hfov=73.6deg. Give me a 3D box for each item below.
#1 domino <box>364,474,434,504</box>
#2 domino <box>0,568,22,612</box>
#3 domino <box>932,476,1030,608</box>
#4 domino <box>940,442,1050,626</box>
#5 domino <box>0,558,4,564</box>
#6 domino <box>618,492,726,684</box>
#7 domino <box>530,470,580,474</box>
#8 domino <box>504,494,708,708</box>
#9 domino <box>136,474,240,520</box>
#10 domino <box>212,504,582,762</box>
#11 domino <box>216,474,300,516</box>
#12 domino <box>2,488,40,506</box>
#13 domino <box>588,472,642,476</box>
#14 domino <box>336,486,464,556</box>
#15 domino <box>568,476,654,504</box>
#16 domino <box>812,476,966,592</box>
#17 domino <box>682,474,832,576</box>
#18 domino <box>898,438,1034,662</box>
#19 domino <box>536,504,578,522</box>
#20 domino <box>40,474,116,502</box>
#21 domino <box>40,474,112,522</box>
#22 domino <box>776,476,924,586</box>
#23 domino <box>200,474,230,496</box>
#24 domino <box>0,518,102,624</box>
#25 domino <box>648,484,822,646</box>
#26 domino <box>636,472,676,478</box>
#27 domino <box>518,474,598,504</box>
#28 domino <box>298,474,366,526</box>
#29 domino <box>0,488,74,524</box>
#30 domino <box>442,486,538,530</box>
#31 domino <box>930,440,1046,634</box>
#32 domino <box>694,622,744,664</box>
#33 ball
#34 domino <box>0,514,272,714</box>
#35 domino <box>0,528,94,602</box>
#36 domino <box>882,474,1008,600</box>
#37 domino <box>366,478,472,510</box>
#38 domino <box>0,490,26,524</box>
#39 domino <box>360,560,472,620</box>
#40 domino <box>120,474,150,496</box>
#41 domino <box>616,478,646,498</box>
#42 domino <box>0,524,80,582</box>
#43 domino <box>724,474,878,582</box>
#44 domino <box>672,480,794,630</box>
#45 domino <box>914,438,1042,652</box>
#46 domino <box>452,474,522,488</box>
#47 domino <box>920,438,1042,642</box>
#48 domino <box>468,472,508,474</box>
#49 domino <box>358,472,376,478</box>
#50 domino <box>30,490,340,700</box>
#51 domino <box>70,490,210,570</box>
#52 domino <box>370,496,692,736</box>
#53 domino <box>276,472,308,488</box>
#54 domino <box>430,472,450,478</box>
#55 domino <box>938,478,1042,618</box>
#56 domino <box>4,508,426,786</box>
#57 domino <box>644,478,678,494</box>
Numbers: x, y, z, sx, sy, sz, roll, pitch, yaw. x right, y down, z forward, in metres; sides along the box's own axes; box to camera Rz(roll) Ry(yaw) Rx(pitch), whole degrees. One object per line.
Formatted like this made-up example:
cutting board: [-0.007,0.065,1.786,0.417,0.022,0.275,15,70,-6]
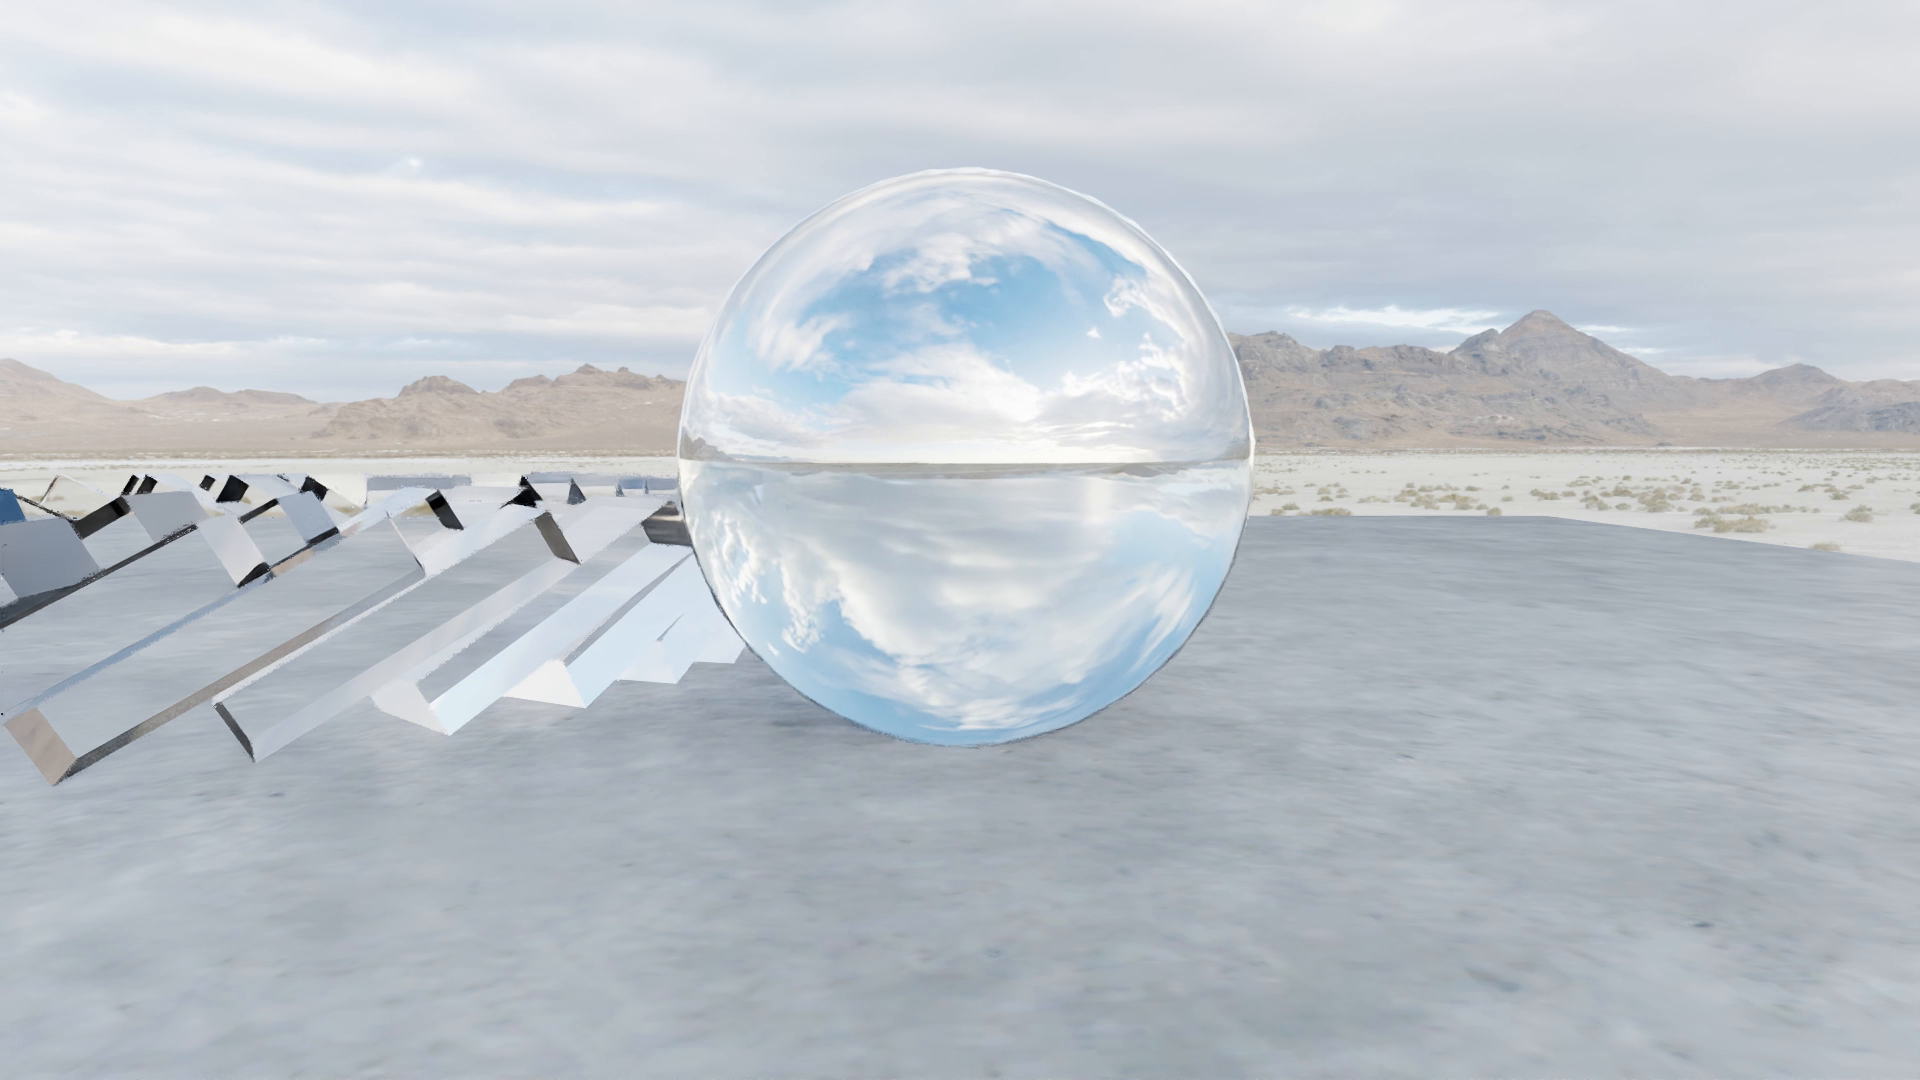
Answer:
domino: [-0.151,-0.003,0.389,0.050,0.009,0.025,31,11,10]
domino: [-0.256,0.003,0.305,0.025,0.010,0.050,1,-25,11]
domino: [0.005,0.000,0.351,0.025,0.009,0.050,0,34,-1]
domino: [0.009,-0.002,0.313,0.025,0.050,0.010,0,-39,4]
domino: [-0.308,-0.001,0.367,0.025,0.009,0.050,3,-23,36]
domino: [-0.055,0.008,0.249,0.025,0.010,0.050,2,34,21]
domino: [-0.128,-0.008,0.456,0.050,0.009,0.025,32,14,16]
domino: [-0.061,0.009,0.229,0.025,0.009,0.050,3,34,31]
domino: [-0.213,-0.003,0.378,0.050,0.009,0.025,31,-5,-17]
domino: [-0.084,0.012,0.190,0.050,0.009,0.025,-35,21,-25]
domino: [-0.193,-0.003,0.387,0.050,0.009,0.025,30,2,-4]
domino: [-0.284,-0.004,0.402,0.025,0.009,0.050,5,-22,46]
domino: [-0.107,-0.007,0.451,0.050,0.010,0.025,34,19,24]
domino: [-0.123,0.007,0.246,0.050,0.010,0.025,-39,25,-29]
domino: [-0.091,-0.001,0.366,0.025,0.009,0.050,-3,35,-37]
domino: [-0.022,-0.003,0.389,0.025,0.010,0.050,-3,34,-35]
domino: [-0.069,-0.006,0.431,0.025,0.009,0.050,-5,35,-48]
domino: [0.002,0.001,0.262,0.025,0.050,0.009,0,-37,4]
domino: [-0.110,0.007,0.292,0.025,0.009,0.050,2,27,21]
domino: [-0.270,-0.005,0.419,0.050,0.010,0.025,31,-13,-29]
domino: [-0.230,-0.002,0.362,0.050,0.010,0.025,34,-16,-33]
domino: [-0.035,-0.004,0.405,0.025,0.009,0.050,-3,34,-37]
domino: [-0.233,-0.007,0.441,0.050,0.010,0.025,29,-4,-16]
domino: [-0.138,0.014,0.159,0.050,0.010,0.025,-30,10,-9]
domino: [-0.050,0.004,0.291,0.025,0.009,0.050,1,34,8]
domino: [-0.088,-0.007,0.442,0.050,0.009,0.025,35,22,27]
domino: [-0.108,-0.003,0.379,0.025,0.010,0.050,-4,36,-47]
domino: [-0.172,-0.003,0.390,0.050,0.009,0.025,30,7,4]
domino: [-0.244,-0.001,0.347,0.025,0.009,0.050,3,-26,48]
domino: [-0.114,0.006,0.269,0.025,0.009,0.050,3,35,34]
domino: [0.007,-0.002,0.300,0.025,0.050,0.009,0,-37,4]
domino: [-0.051,0.006,0.270,0.025,0.009,0.050,1,34,16]
ball: [0.001,-0.011,0.182,0.080,0.080,0.080,0,4,0]
domino: [-0.119,0.014,0.167,0.050,0.009,0.025,-31,14,-15]
domino: [-0.255,0.000,0.329,0.025,0.009,0.050,1,-28,37]
domino: [-0.005,-0.002,0.372,0.025,0.009,0.050,-1,34,-16]
domino: [-0.133,0.002,0.317,0.025,0.009,0.050,-2,35,-23]
domino: [-0.183,0.009,0.214,0.050,0.009,0.025,-33,-8,21]
domino: [-0.143,0.013,0.338,0.025,0.010,0.050,-2,5,-23]
domino: [-0.252,-0.006,0.432,0.050,0.009,0.025,29,-8,-21]
domino: [-0.076,0.000,0.350,0.025,0.009,0.050,-2,34,-27]
domino: [-0.297,-0.002,0.386,0.025,0.009,0.050,4,-23,42]
domino: [-0.052,-0.005,0.418,0.025,0.009,0.050,-4,34,-45]
domino: [-0.054,0.002,0.313,0.025,0.009,0.050,0,34,-5]
domino: [0.005,0.000,0.274,0.025,0.050,0.009,0,-37,4]
domino: [-0.129,-0.003,0.387,0.050,0.009,0.025,35,19,22]
domino: [0.005,-0.001,0.287,0.025,0.050,0.009,0,-37,4]
domino: [-0.150,-0.008,0.457,0.050,0.010,0.025,30,8,6]
domino: [-0.192,-0.007,0.453,0.050,0.010,0.025,28,2,-6]
domino: [-0.139,0.009,0.228,0.050,0.009,0.025,-31,12,-9]
domino: [-0.159,0.009,0.222,0.050,0.009,0.025,-32,8,-5]
domino: [-0.070,0.010,0.208,0.025,0.009,0.050,4,36,44]
domino: [-0.213,-0.007,0.449,0.050,0.009,0.025,28,0,-9]
domino: [-0.171,-0.008,0.457,0.050,0.009,0.025,28,6,1]
domino: [0.008,0.001,0.332,0.025,0.010,0.050,0,34,2]
domino: [-0.100,0.013,0.178,0.050,0.009,0.025,-33,17,-19]
domino: [-0.066,0.001,0.333,0.025,0.009,0.050,-2,34,-22]
